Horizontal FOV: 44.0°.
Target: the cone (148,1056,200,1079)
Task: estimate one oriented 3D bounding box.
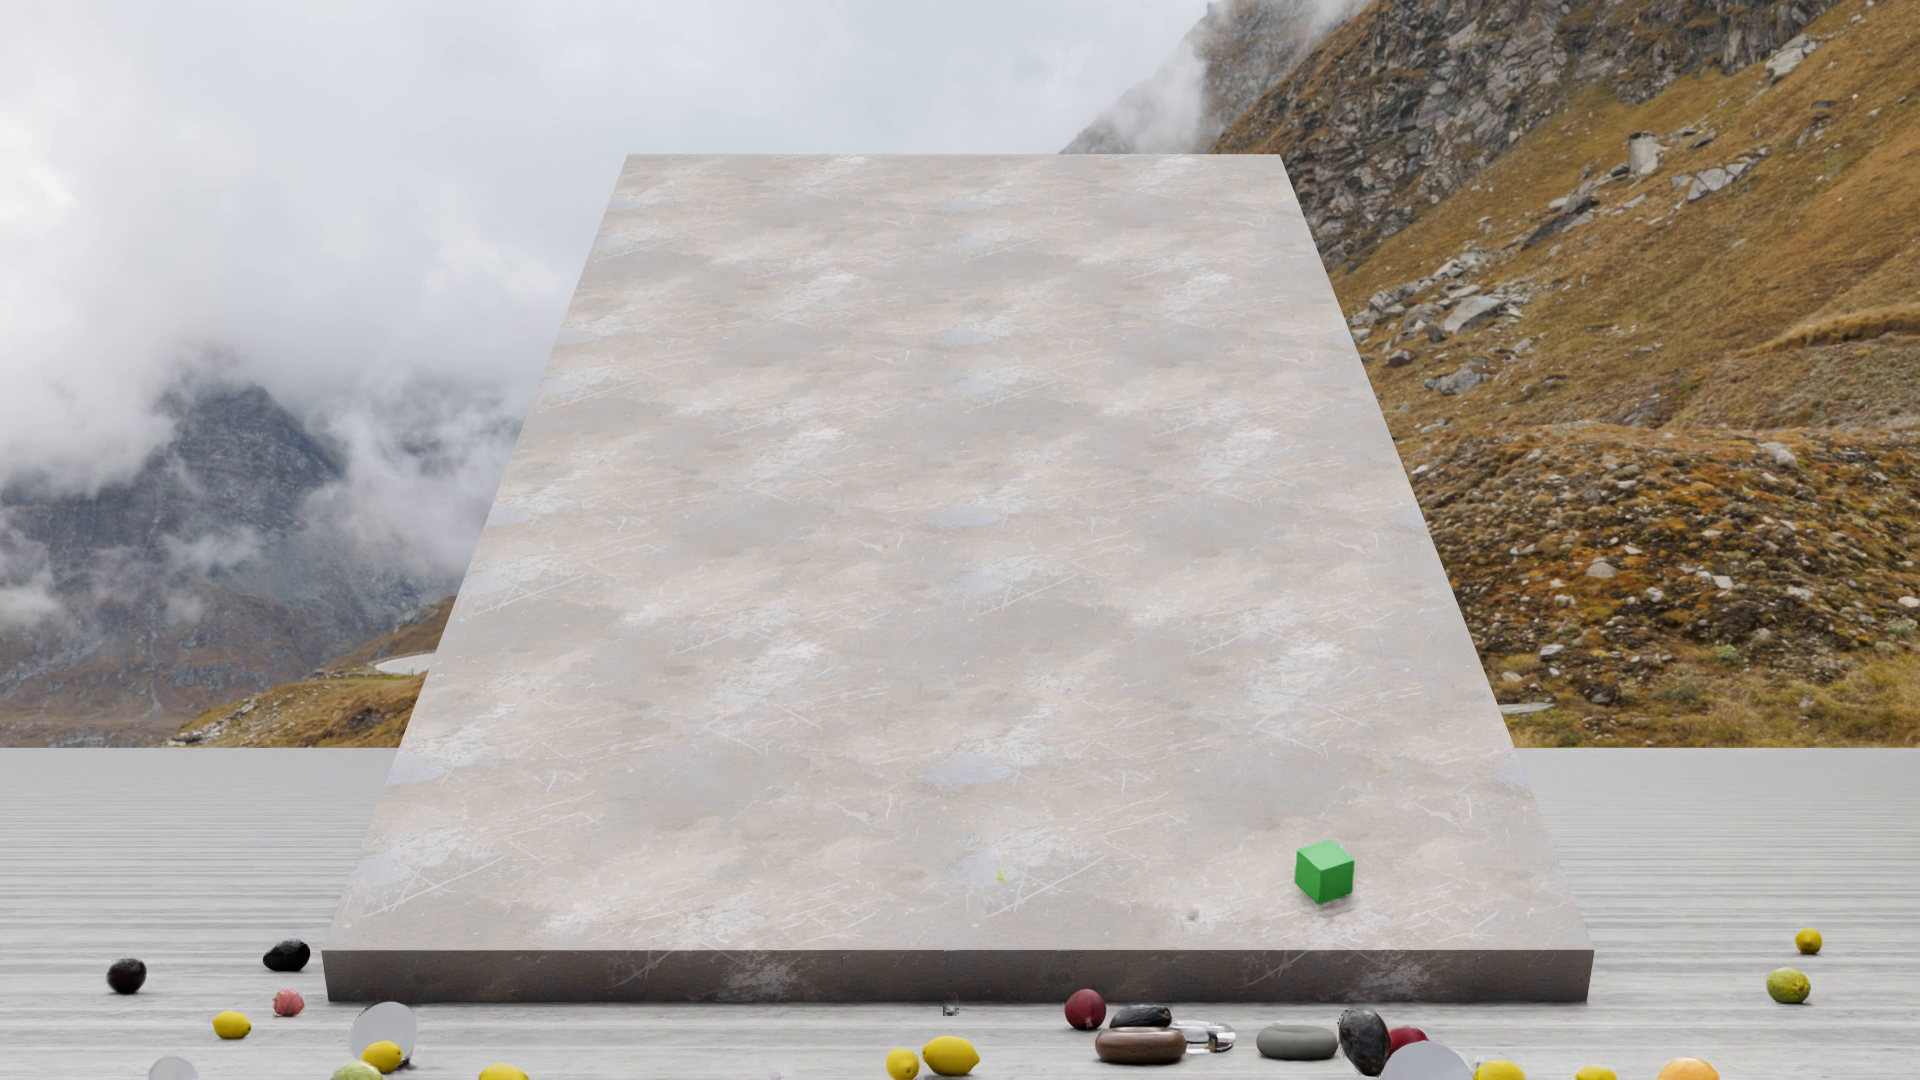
[{"bbox_3d":[-0.906,0.627,2.691,0.063,0.063,0.063,-37,-27,33],"label":"cone"}]

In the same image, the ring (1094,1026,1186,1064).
[{"bbox_3d":[0.234,0.654,3.072,0.119,0.040,0.119,-1,-6,0],"label":"ring"}]

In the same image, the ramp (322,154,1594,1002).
[{"bbox_3d":[-0.011,-0.226,5.529,2.000,0.100,4.000,0,27,0],"label":"ramp"}]

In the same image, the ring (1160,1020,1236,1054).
[{"bbox_3d":[0.314,0.664,3.174,0.109,0.036,0.109,1,-6,0],"label":"ring"}]

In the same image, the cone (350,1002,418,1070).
[{"bbox_3d":[-0.720,0.650,3.038,0.089,0.089,0.089,-1,-32,12],"label":"cone"}]

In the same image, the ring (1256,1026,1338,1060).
[{"bbox_3d":[0.442,0.659,3.113,0.106,0.035,0.106,1,-4,0],"label":"ring"}]

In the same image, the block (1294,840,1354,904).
[{"bbox_3d":[0.593,0.539,3.861,0.066,0.066,0.066,-14,30,-25],"label":"block"}]
